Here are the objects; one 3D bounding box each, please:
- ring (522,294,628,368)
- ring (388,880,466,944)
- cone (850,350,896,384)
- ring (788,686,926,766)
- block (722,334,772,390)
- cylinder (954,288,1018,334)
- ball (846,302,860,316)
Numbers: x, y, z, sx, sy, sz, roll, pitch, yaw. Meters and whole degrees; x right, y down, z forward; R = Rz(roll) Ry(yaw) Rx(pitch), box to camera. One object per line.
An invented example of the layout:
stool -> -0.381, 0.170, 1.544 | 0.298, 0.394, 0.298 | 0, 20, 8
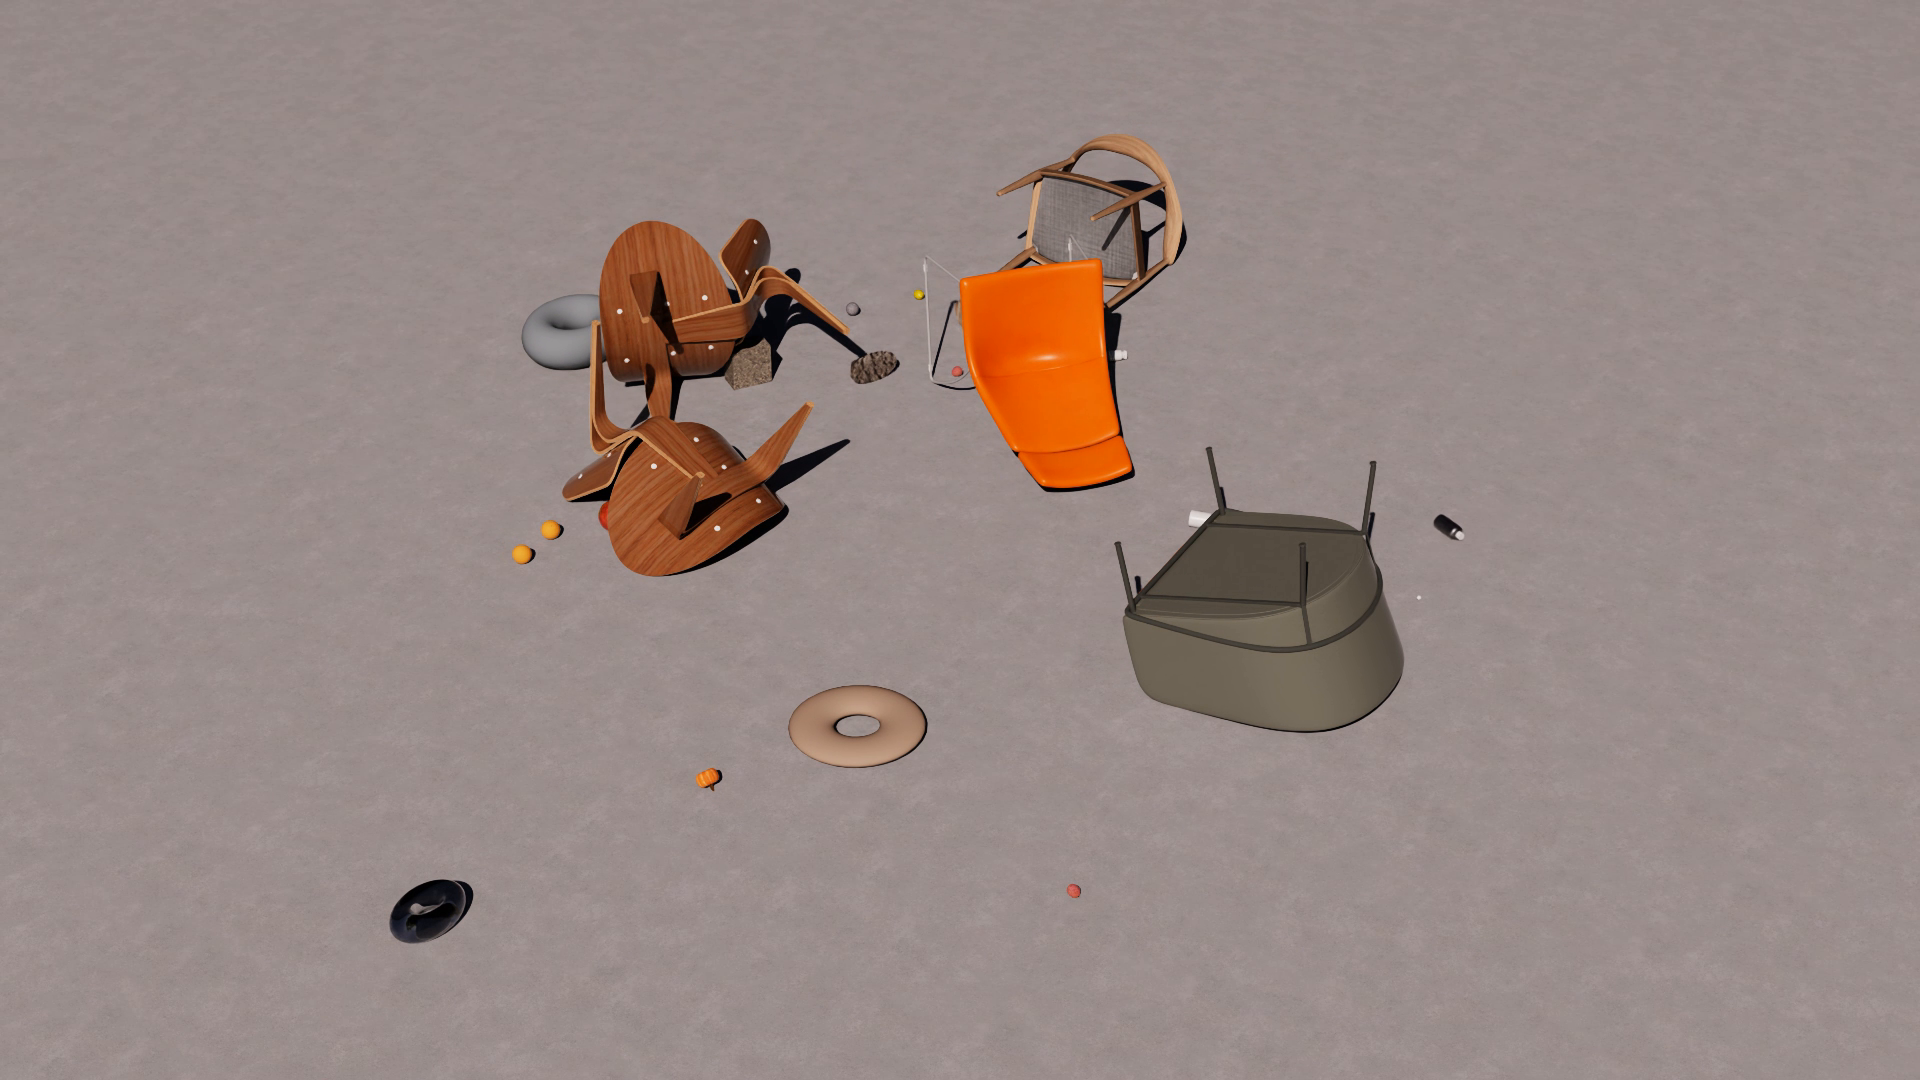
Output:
ring -> -1.590, -0.861, 12.106 | 0.405, 0.165, 0.484 | 19, 37, 25
ring -> -1.654, 1.153, 9.109 | 0.186, 0.097, 0.281 | 22, 38, 28
cone -> -0.399, -0.718, 11.983 | 0.224, 0.118, 0.179 | -22, 21, -27
ring -> -0.349, 0.628, 9.932 | 0.466, 0.066, 0.436 | -2, 34, -2
block -> -0.861, -0.720, 11.885 | 0.166, 0.168, 0.101 | -15, 36, -21
cylinder -> 0.111, -0.958, 12.279 | 0.211, 0.129, 0.168 | -19, 52, -26
ball -> -0.453, -0.975, 12.374 | 0.056, 0.056, 0.056 | 0, 33, 0
